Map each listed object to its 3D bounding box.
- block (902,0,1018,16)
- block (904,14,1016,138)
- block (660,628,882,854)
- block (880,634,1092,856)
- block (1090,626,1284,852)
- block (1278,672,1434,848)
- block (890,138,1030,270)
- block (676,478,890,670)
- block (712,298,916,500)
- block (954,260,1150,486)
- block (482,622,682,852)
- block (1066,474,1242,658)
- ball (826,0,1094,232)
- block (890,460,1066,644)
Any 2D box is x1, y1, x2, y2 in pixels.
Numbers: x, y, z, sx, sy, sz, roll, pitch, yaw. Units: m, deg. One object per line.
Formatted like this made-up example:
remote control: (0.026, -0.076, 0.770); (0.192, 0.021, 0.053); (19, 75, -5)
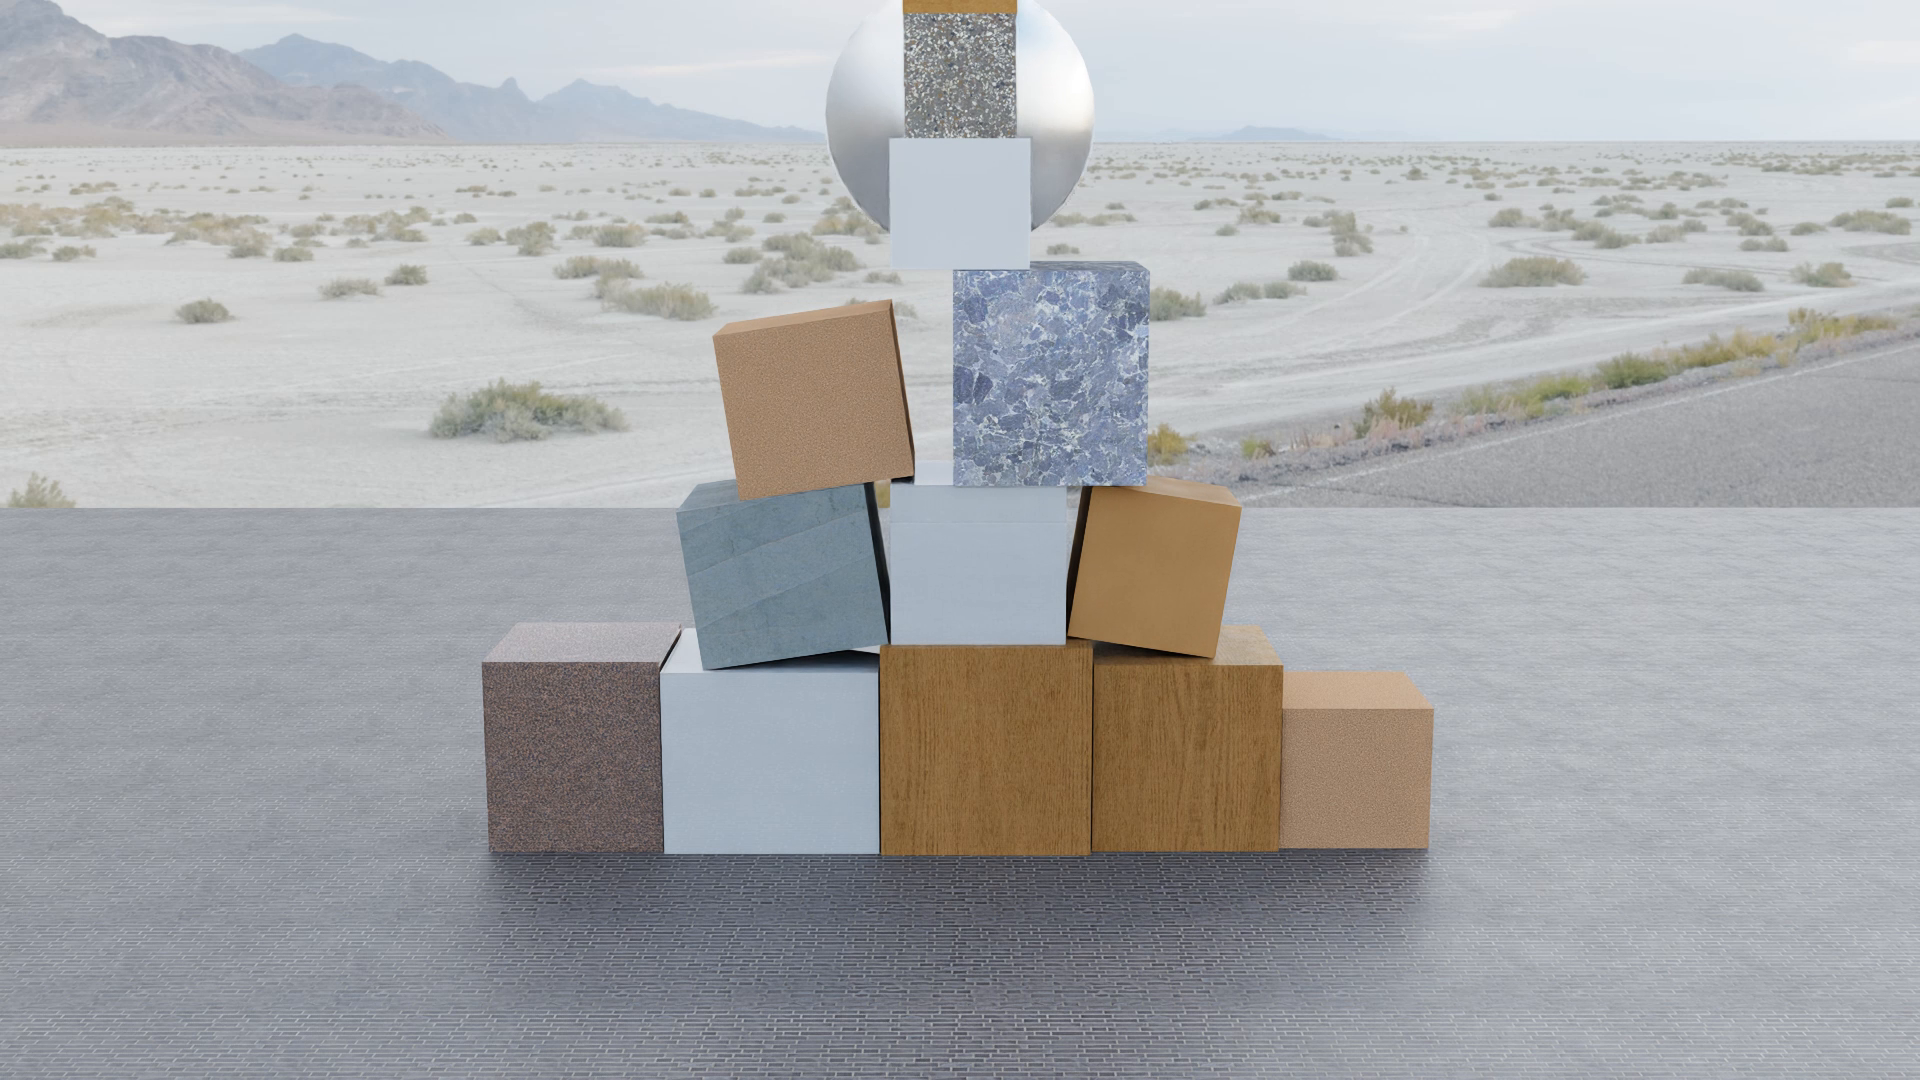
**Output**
block: (0.000, -2.823, 10.678); (0.548, 0.552, 0.561); (0, 10, 0)
block: (0.000, -2.266, 10.785); (0.535, 0.583, 0.637); (0, 10, 0)
block: (-0.938, 1.019, 11.372); (1.071, 0.926, 0.999); (0, 10, 0)
block: (0.129, 0.956, 11.359); (1.041, 1.055, 1.046); (0, 10, 0)
block: (1.126, 1.006, 11.357); (0.934, 0.958, 0.905); (0, 10, 0)
block: (1.979, 1.123, 11.368); (0.751, 0.723, 0.781); (0, 10, 0)
block: (0.000, -1.669, 10.874); (0.673, 0.623, 0.634); (0, 10, 0)
block: (-0.868, 0.109, 11.201); (0.925, 0.800, 0.885); (-8, 10, 2)
block: (-0.715, -0.720, 11.070); (0.863, 0.815, 0.790); (-8, 10, 1)
block: (0.437, -0.854, 11.025); (0.940, 1.035, 0.904); (0, 10, 0)
block: (-1.919, 0.999, 11.347); (0.871, 0.975, 0.898); (0, 10, 0)
block: (0.963, 0.099, 11.203); (0.745, 0.774, 0.643); (9, 10, -2)
ball: (0.000, -2.510, 13.057); (1.600, 1.600, 1.600); (0, 10, 0)
block: (0.090, 0.049, 11.175); (0.859, 0.796, 0.840); (0, 10, 0)
